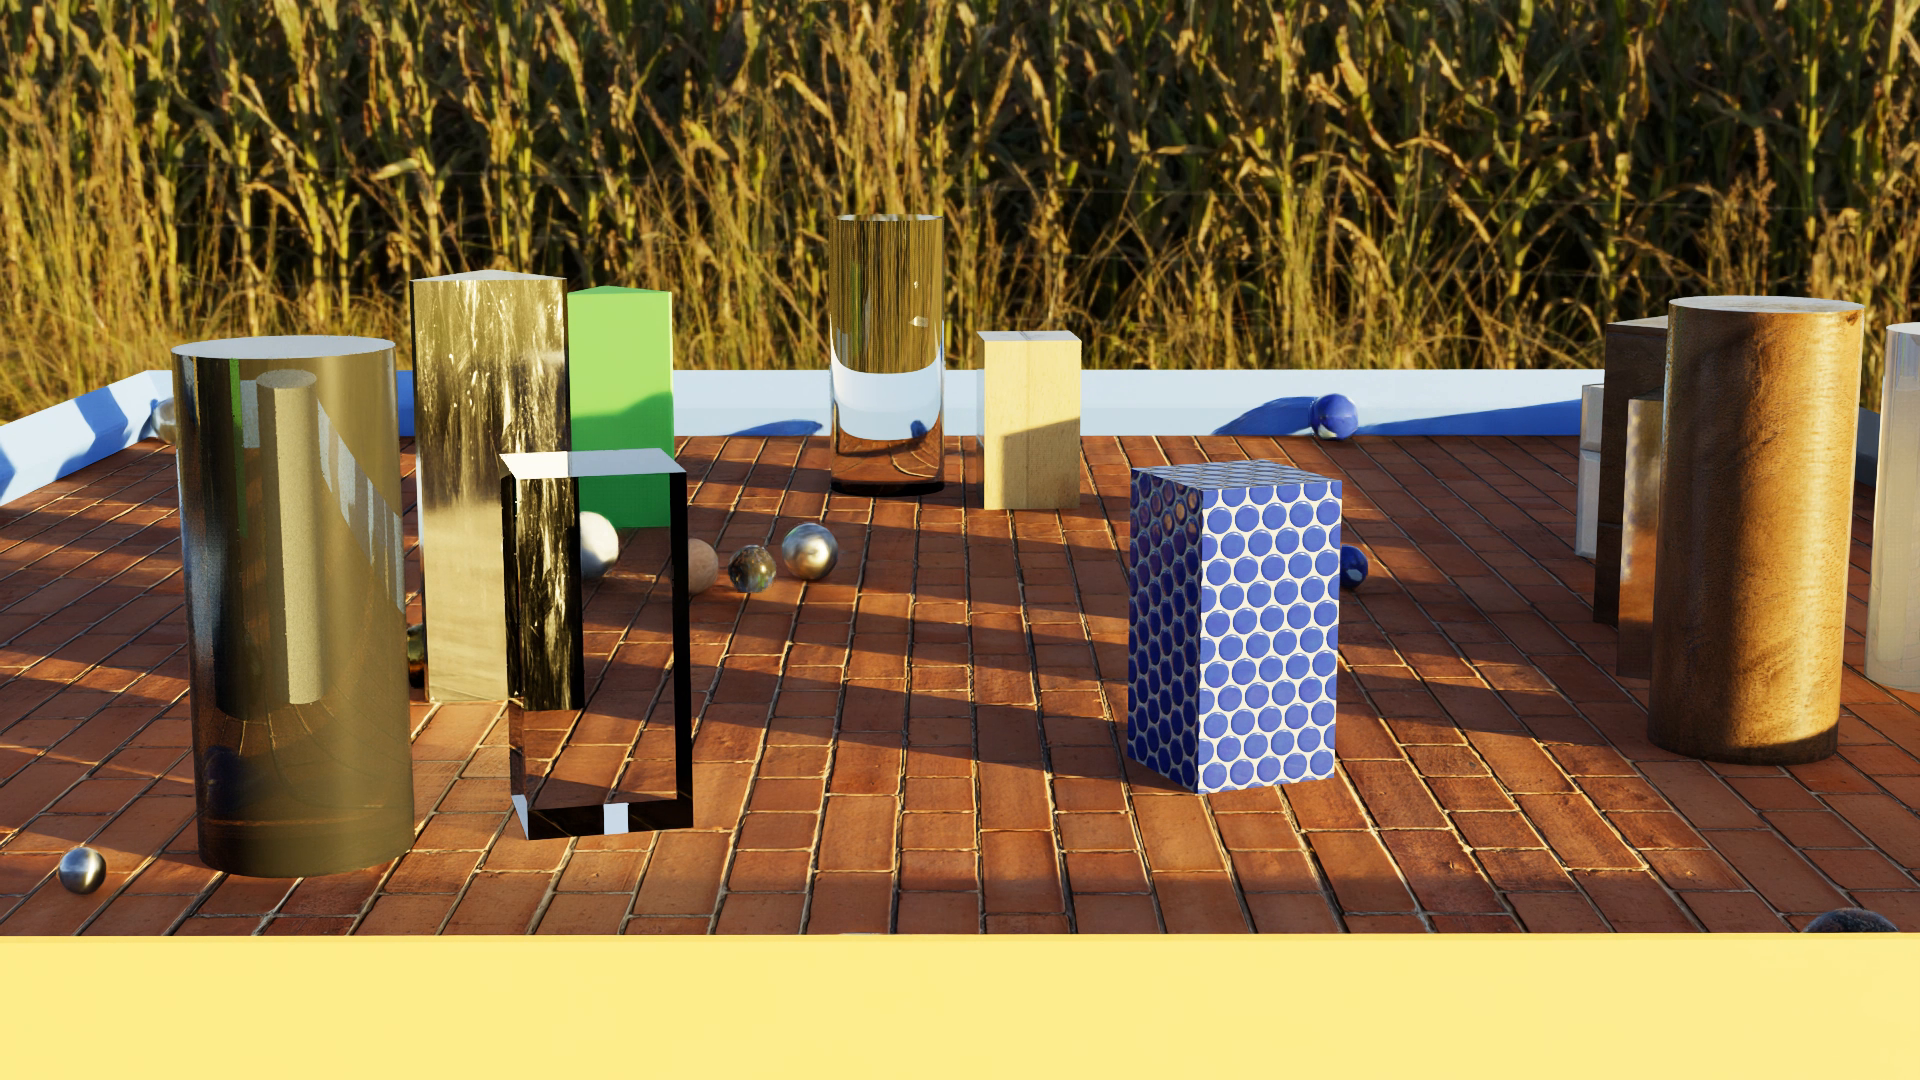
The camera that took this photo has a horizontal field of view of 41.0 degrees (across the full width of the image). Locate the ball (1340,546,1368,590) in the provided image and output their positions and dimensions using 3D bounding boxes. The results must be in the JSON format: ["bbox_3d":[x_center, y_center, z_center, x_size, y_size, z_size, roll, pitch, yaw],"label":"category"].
[{"bbox_3d":[0.544,0.038,3.613,0.062,0.062,0.062,0,10,0],"label":"ball"}]

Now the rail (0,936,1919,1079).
[{"bbox_3d":[0.010,0.335,1.816,3.208,0.129,0.045,0,10,0],"label":"rail"}]

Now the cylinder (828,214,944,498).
[{"bbox_3d":[-0.126,-0.322,4.441,0.199,0.469,0.199,0,10,0],"label":"cylinder"}]

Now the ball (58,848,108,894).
[{"bbox_3d":[-0.781,0.294,2.284,0.041,0.041,0.041,0,10,0],"label":"ball"}]

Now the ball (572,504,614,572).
[{"bbox_3d":[-0.554,-0.002,3.726,0.099,0.099,0.099,0,10,0],"label":"ball"}]

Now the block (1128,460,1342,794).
[{"bbox_3d":[0.283,0.086,2.671,0.159,0.311,0.159,-4,11,-23],"label":"block"}]

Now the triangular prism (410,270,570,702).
[{"bbox_3d":[-0.545,-0.067,3.013,0.172,0.488,0.149,-2,11,-9],"label":"triangular prism"}]

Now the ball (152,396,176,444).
[{"bbox_3d":[-1.523,-0.232,4.988,0.093,0.093,0.093,0,10,0],"label":"ball"}]

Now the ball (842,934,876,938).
[{"bbox_3d":[-0.077,0.338,1.943,0.079,0.079,0.079,0,10,0],"label":"ball"}]

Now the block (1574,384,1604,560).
[{"bbox_3d":[1.036,-0.100,3.820,0.159,0.258,0.159,-6,12,-31],"label":"block"}]

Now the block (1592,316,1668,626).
[{"bbox_3d":[0.952,-0.086,3.366,0.159,0.396,0.159,10,15,44],"label":"block"}]

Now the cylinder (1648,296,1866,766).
[{"bbox_3d":[0.852,-0.015,2.756,0.199,0.478,0.199,0,10,0],"label":"cylinder"}]

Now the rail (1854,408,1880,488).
[{"bbox_3d":[1.580,0.032,3.458,0.045,0.129,3.368,0,10,0],"label":"rail"}]

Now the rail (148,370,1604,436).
[{"bbox_3d":[-0.010,-0.269,5.081,3.208,0.129,0.045,0,10,0],"label":"rail"}]

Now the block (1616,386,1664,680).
[{"bbox_3d":[0.900,-0.007,3.100,0.159,0.337,0.159,6,12,28],"label":"block"}]

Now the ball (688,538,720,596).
[{"bbox_3d":[-0.375,0.037,3.570,0.079,0.079,0.079,0,10,0],"label":"ball"}]

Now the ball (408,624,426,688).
[{"bbox_3d":[-0.634,0.137,3.039,0.076,0.076,0.076,0,10,0],"label":"ball"}]

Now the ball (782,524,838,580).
[{"bbox_3d":[-0.214,0.017,3.672,0.082,0.082,0.082,0,10,0],"label":"ball"}]

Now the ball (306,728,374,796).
[{"bbox_3d":[-0.626,0.224,2.591,0.067,0.067,0.067,0,10,0],"label":"ball"}]

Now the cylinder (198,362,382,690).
[{"bbox_3d":[-0.805,-0.020,3.091,0.199,0.366,0.199,0,10,0],"label":"cylinder"}]

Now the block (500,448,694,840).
[{"bbox_3d":[-0.356,0.097,2.507,0.159,0.349,0.159,-3,11,-15],"label":"block"}]

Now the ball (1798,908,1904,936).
[{"bbox_3d":[0.686,0.328,1.971,0.090,0.090,0.090,0,10,0],"label":"ball"}]

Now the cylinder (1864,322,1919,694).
[{"bbox_3d":[1.193,-0.040,3.050,0.199,0.420,0.199,0,10,0],"label":"cylinder"}]

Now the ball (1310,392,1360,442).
[{"bbox_3d":[0.732,-0.240,5.021,0.096,0.096,0.096,0,10,0],"label":"ball"}]

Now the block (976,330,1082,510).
[{"bbox_3d":[0.114,-0.204,4.322,0.159,0.280,0.159,-1,11,-4],"label":"block"}]

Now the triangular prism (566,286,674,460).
[{"bbox_3d":[-0.565,-0.224,4.189,0.172,0.369,0.149,-3,11,-14],"label":"triangular prism"}]

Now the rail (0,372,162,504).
[{"bbox_3d":[-1.580,0.035,3.440,0.045,0.129,3.368,0,10,0],"label":"rail"}]

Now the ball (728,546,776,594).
[{"bbox_3d":[-0.290,0.041,3.582,0.067,0.067,0.067,0,10,0],"label":"ball"}]

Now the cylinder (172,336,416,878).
[{"bbox_3d":[-0.616,0.056,2.383,0.199,0.473,0.199,0,10,0],"label":"cylinder"}]
